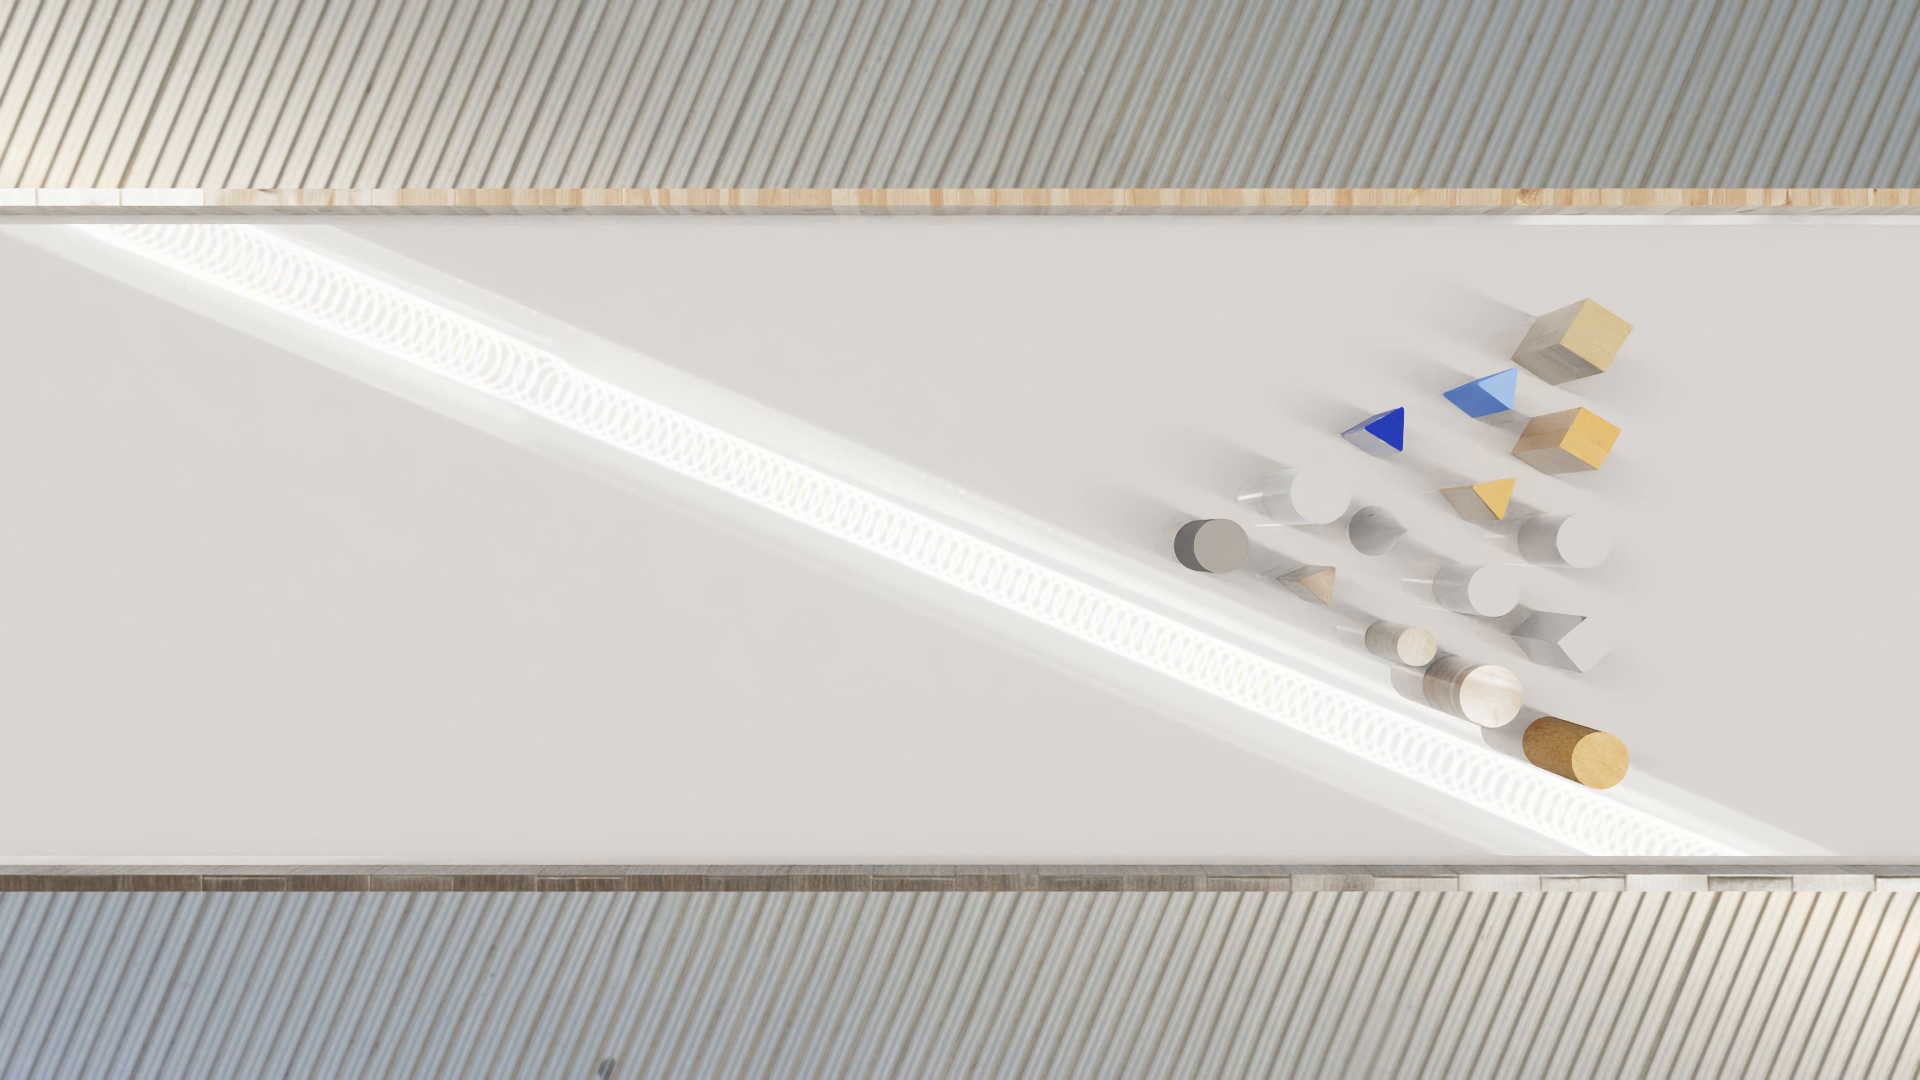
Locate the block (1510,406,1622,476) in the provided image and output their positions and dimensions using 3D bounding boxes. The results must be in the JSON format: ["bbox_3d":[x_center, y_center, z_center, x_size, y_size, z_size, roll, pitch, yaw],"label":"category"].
[{"bbox_3d":[1.782,-0.288,4.869,0.130,0.414,0.130,30,90,0],"label":"block"}]

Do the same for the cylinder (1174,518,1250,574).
[{"bbox_3d":[0.737,0.017,4.862,0.157,0.428,0.157,0,90,0],"label":"cylinder"}]

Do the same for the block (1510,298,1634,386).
[{"bbox_3d":[1.800,-0.580,4.869,0.153,0.414,0.153,33,90,0],"label":"block"}]

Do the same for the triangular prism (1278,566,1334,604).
[{"bbox_3d":[1.046,0.115,4.902,0.109,0.350,0.095,38,90,0],"label":"triangular prism"}]

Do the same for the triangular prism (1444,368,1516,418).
[{"bbox_3d":[1.566,-0.453,4.903,0.120,0.348,0.104,38,90,0],"label":"triangular prism"}]

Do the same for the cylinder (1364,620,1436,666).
[{"bbox_3d":[1.301,0.303,4.887,0.112,0.380,0.112,0,90,0],"label":"cylinder"}]

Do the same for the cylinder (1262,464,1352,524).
[{"bbox_3d":[1.014,-0.131,4.855,0.171,0.443,0.171,0,90,0],"label":"cylinder"}]

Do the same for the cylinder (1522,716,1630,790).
[{"bbox_3d":[1.813,0.625,4.872,0.163,0.409,0.163,0,90,0],"label":"cylinder"}]

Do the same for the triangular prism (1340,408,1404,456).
[{"bbox_3d":[1.252,-0.337,4.921,0.127,0.311,0.110,31,90,0],"label":"triangular prism"}]

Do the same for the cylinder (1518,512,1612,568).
[{"bbox_3d":[1.795,0.001,4.909,0.160,0.335,0.160,0,90,0],"label":"cylinder"}]

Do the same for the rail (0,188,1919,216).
[{"bbox_3d":[-2.247,-1.025,5.002,12.000,0.150,0.050,0,90,0],"label":"rail"}]

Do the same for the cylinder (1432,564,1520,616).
[{"bbox_3d":[1.528,0.146,4.899,0.149,0.355,0.149,0,90,0],"label":"cylinder"}]

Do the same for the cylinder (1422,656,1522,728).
[{"bbox_3d":[1.513,0.445,4.887,0.179,0.379,0.179,0,90,0],"label":"cylinder"}]

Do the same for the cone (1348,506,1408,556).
[{"bbox_3d":[1.273,-0.028,4.883,0.155,0.387,0.155,0,90,0],"label":"cone"}]

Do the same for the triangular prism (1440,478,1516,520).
[{"bbox_3d":[1.558,-0.142,4.912,0.109,0.330,0.126,-41,90,0],"label":"triangular prism"}]

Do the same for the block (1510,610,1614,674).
[{"bbox_3d":[1.770,0.298,4.873,0.114,0.408,0.114,-40,90,0],"label":"block"}]

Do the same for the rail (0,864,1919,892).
[{"bbox_3d":[-2.247,1.025,5.001,12.000,0.150,0.050,0,90,0],"label":"rail"}]
